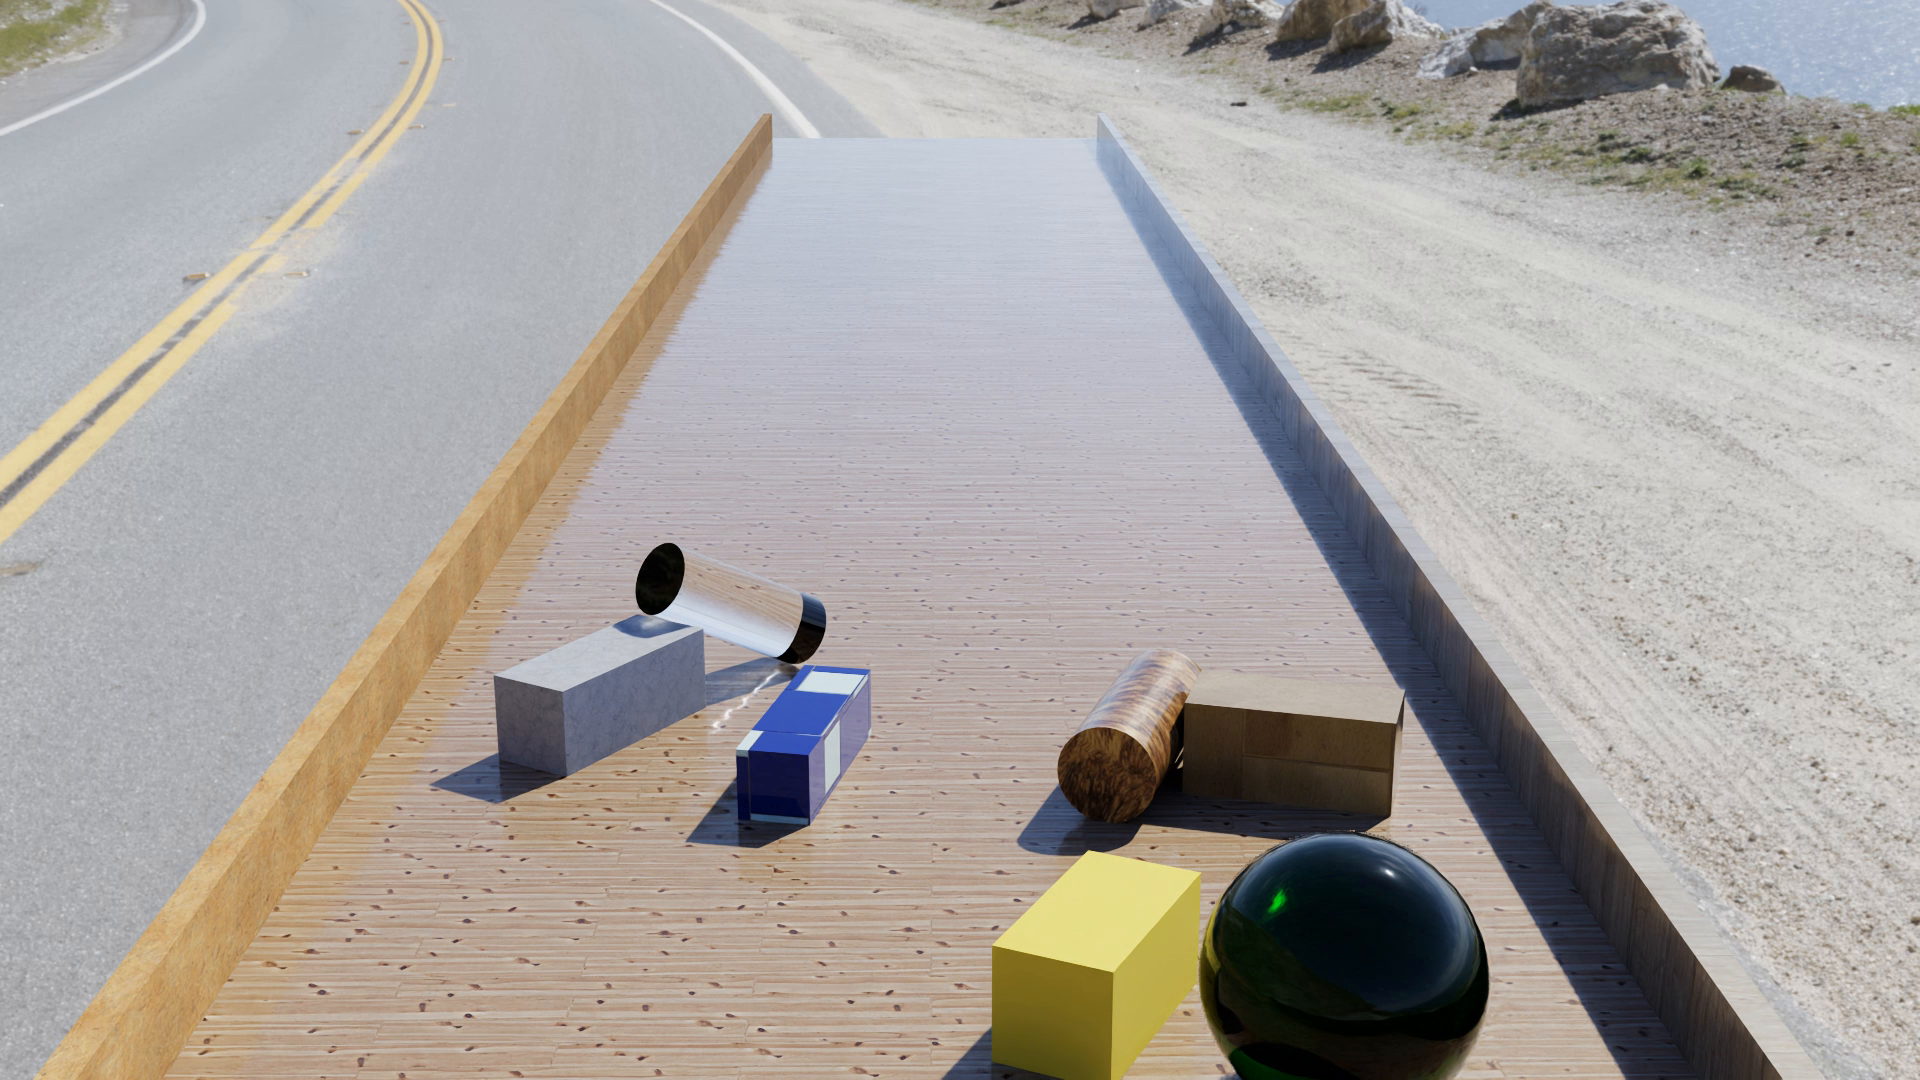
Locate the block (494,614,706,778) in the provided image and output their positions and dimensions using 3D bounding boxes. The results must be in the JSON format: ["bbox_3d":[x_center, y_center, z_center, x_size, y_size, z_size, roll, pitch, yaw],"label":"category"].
[{"bbox_3d":[-0.650,0.278,4.015,0.159,0.159,0.396,10,19,30],"label":"block"}]

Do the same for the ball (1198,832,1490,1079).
[{"bbox_3d":[0.480,0.547,2.756,0.360,0.360,0.360,0,17,0],"label":"ball"}]

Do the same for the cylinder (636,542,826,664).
[{"bbox_3d":[-0.442,0.127,4.276,0.370,0.143,0.143,23,-3,-43],"label":"cylinder"}]

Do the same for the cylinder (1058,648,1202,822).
[{"bbox_3d":[0.306,0.333,3.811,0.169,0.169,0.409,5,17,18],"label":"cylinder"}]

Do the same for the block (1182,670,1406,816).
[{"bbox_3d":[0.573,0.346,3.774,0.353,0.166,0.166,5,17,15],"label":"block"}]

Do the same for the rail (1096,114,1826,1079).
[{"bbox_3d":[0.932,-0.844,7.801,0.050,0.150,12.000,0,17,-1],"label":"rail"}]

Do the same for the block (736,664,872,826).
[{"bbox_3d":[-0.266,0.350,3.831,0.125,0.125,0.419,3,17,11],"label":"block"}]

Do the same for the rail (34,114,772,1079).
[{"bbox_3d":[-1.118,-0.838,7.780,0.050,0.150,12.000,0,17,-1],"label":"rail"}]

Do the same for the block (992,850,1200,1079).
[{"bbox_3d":[0.189,0.577,2.989,0.170,0.170,0.326,8,18,25],"label":"block"}]
